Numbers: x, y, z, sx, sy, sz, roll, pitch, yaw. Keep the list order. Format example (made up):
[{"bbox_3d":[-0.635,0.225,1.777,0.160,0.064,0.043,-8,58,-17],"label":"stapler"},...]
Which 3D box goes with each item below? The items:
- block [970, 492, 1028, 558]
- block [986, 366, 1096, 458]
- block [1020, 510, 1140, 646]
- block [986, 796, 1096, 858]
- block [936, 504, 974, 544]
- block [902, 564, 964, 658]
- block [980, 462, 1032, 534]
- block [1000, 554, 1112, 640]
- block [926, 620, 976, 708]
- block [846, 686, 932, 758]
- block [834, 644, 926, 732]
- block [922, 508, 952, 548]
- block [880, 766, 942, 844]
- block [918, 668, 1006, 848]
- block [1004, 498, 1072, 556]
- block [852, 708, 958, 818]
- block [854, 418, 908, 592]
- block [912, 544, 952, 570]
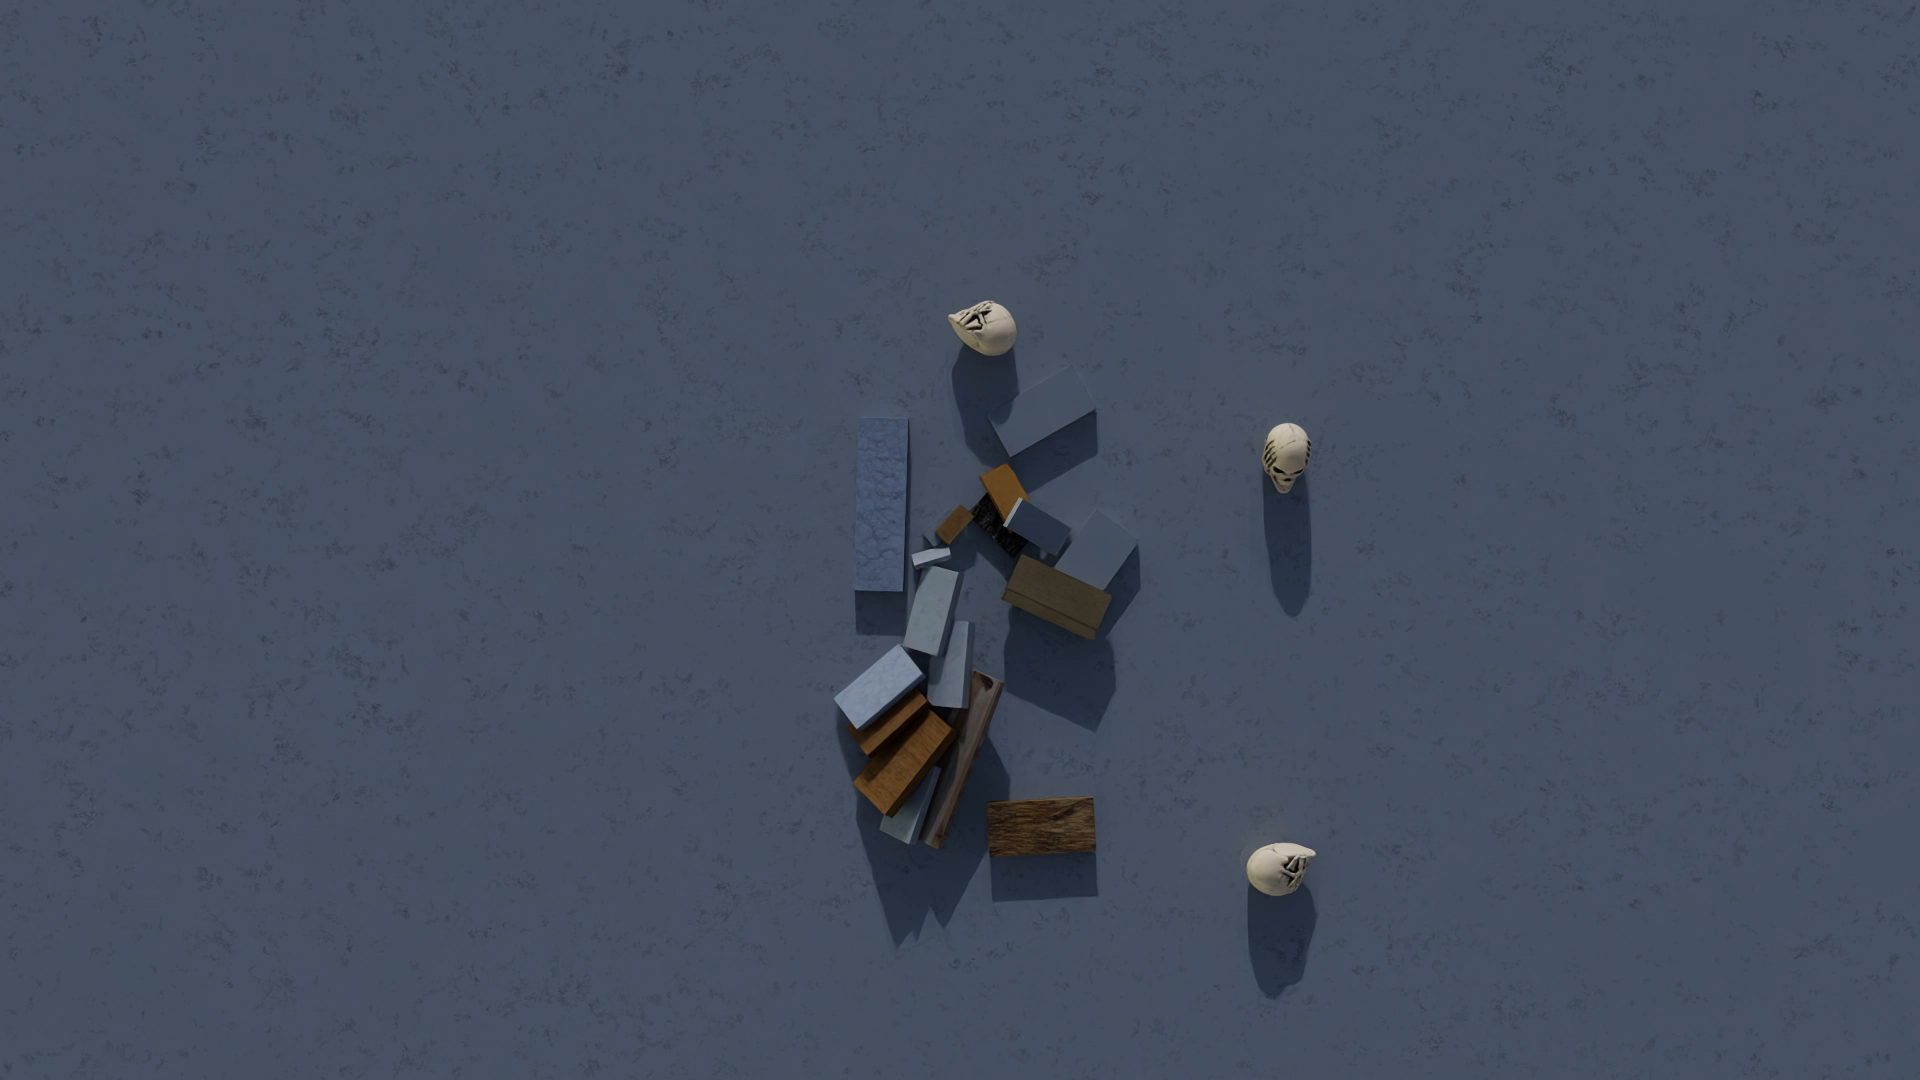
[{"bbox_3d":[0.136,-0.052,5.485,0.213,0.030,0.107,44,90,0],"label":"block"},{"bbox_3d":[0.269,-0.427,5.477,0.329,0.047,0.165,-30,90,0],"label":"block"},{"bbox_3d":[0.395,0.125,5.475,0.177,0.050,0.433,36,90,0],"label":"block"},{"bbox_3d":[0.269,0.950,5.475,0.354,0.050,0.177,-3,90,0],"label":"block"},{"bbox_3d":[-0.018,-0.053,5.466,0.063,0.018,0.126,43,96,0],"label":"block"},{"bbox_3d":[-0.087,0.231,5.445,0.141,0.040,0.283,14,90,33],"label":"block"},{"bbox_3d":[0.163,-0.140,5.462,0.107,0.030,0.213,-28,85,-15],"label":"block"},{"bbox_3d":[0.318,0.188,5.427,0.329,0.047,0.165,25,90,0],"label":"block"},{"bbox_3d":[-0.030,0.408,5.430,0.141,0.040,0.283,1,83,35],"label":"block"},{"bbox_3d":[-0.236,0.583,5.448,0.266,0.038,0.133,-42,57,0],"label":"block"},{"bbox_3d":[-0.264,0.488,5.449,0.283,0.040,0.141,-40,62,0],"label":"block"},{"bbox_3d":[-0.058,-0.040,5.491,0.126,0.018,0.063,-42,90,0],"label":"block"},{"bbox_3d":[-0.164,0.855,5.444,0.133,0.038,0.266,19,91,36],"label":"block"},{"bbox_3d":[-0.018,0.718,5.432,0.133,0.038,0.589,23,95,25],"label":"block"},{"bbox_3d":[0.257,-0.042,5.440,0.213,0.030,0.107,30,89,-25],"label":"block"},{"bbox_3d":[-0.179,0.719,5.426,0.177,0.050,0.354,38,90,38],"label":"block"},{"bbox_3d":[-0.262,-0.118,5.477,0.165,0.047,0.573,2,90,0],"label":"block"},{"bbox_3d":[-0.094,0.055,5.469,0.126,0.063,0.018,-17,126,0],"label":"block"}]
